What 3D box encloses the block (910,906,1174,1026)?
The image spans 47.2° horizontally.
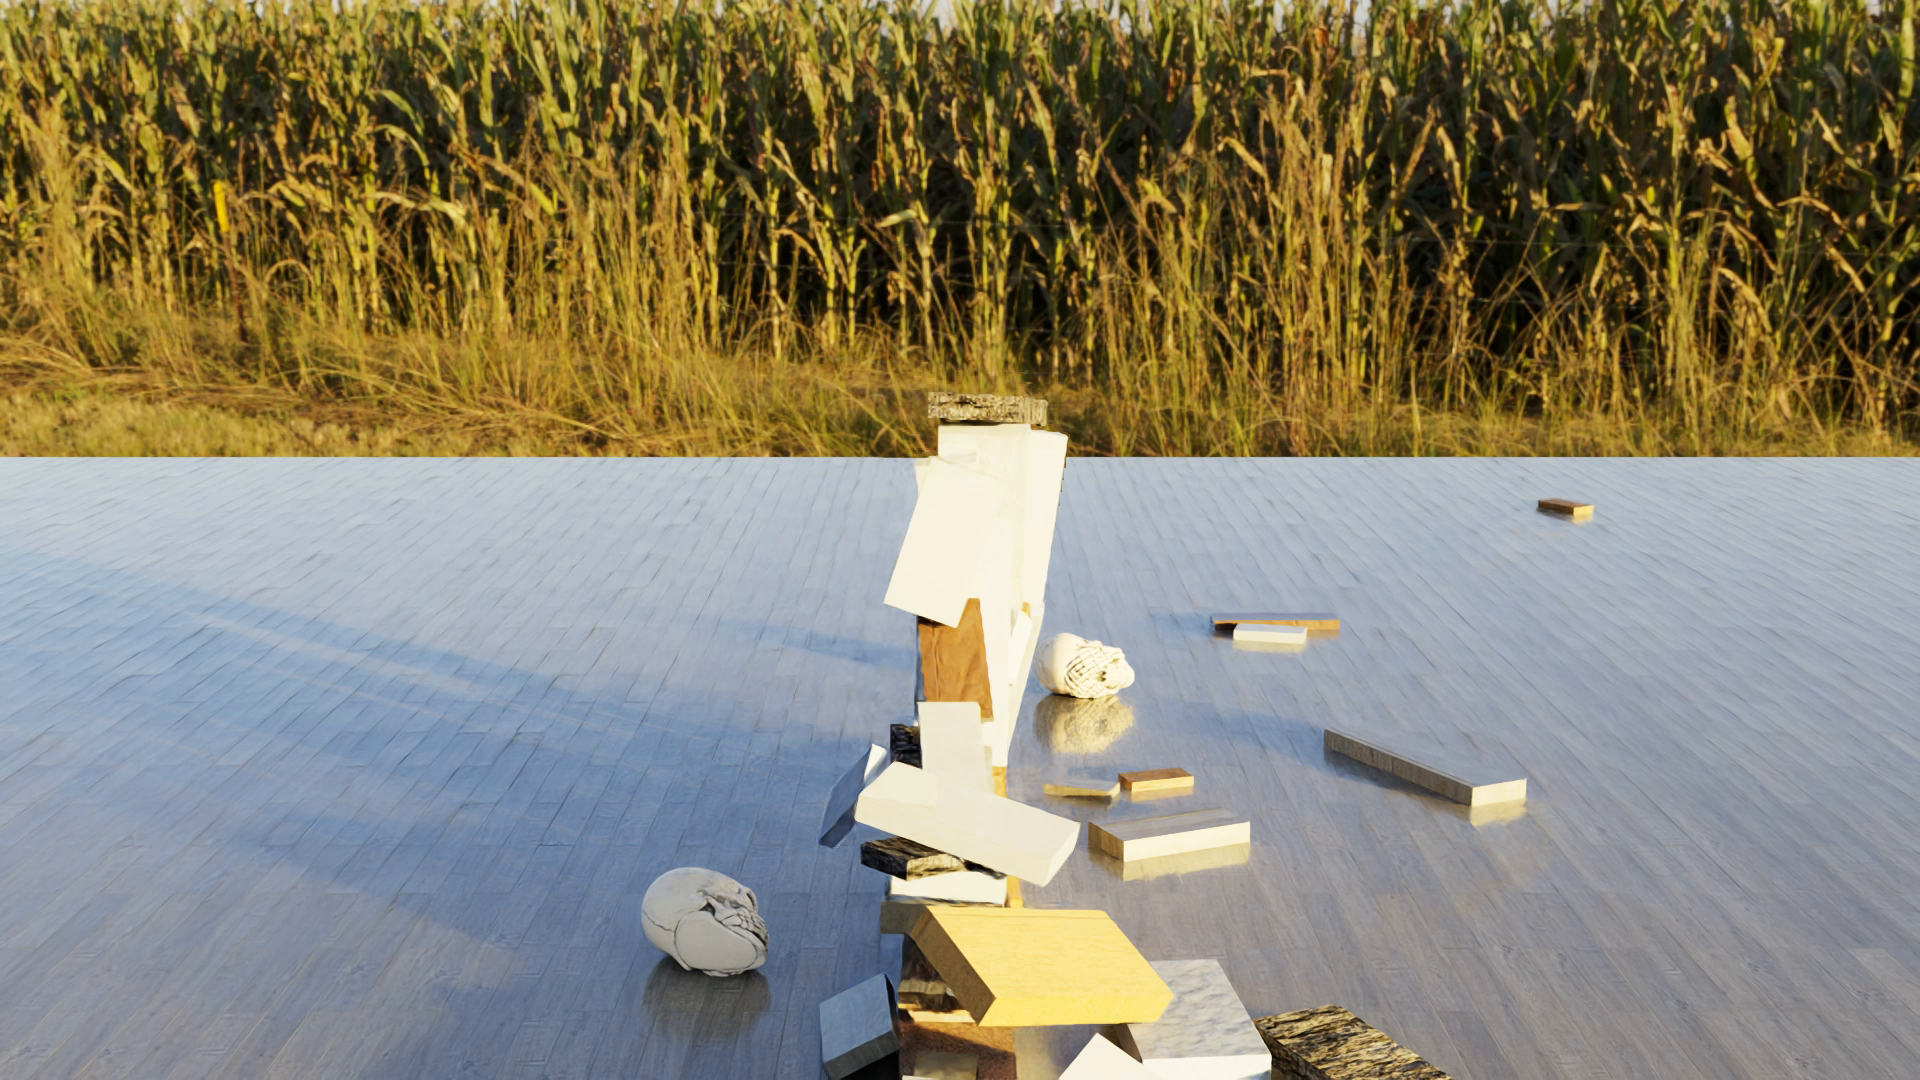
[{"bbox_3d":[0.113,0.570,2.947,0.345,0.049,0.172,11,27,-43],"label":"block"}]

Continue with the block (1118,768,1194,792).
[{"bbox_3d":[0.381,0.466,4.283,0.131,0.018,0.065,-4,11,-19],"label":"block"}]

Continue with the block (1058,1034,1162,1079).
[{"bbox_3d":[0.123,0.742,2.506,0.172,0.049,0.595,33,20,13],"label":"block"}]

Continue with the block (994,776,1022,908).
[{"bbox_3d":[0.004,0.489,3.479,0.156,0.044,0.312,-2,31,-4],"label":"block"}]

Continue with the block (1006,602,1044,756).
[{"bbox_3d":[0.041,0.255,4.251,0.175,0.350,0.050,12,34,-2],"label":"block"}]

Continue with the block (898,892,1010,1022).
[{"bbox_3d":[-0.005,0.595,3.165,0.154,0.044,0.308,1,18,0],"label":"block"}]

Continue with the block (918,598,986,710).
[{"bbox_3d":[-0.015,0.195,3.687,0.097,0.194,0.027,-5,-27,-1],"label":"block"}]

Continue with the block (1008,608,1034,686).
[{"bbox_3d":[0.095,0.194,3.956,0.018,0.127,0.063,9,-16,29],"label":"block"}]

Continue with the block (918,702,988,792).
[{"bbox_3d":[-0.010,0.350,3.381,0.097,0.027,0.320,0,30,-3],"label":"block"}]

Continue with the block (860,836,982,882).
[{"bbox_3d":[-0.027,0.442,3.118,0.207,0.029,0.104,-4,10,-40],"label":"block"}]

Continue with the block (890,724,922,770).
[{"bbox_3d":[-0.039,0.367,3.478,0.144,0.041,0.288,2,17,-2],"label":"block"}]

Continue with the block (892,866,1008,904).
[{"bbox_3d":[-0.008,0.465,3.243,0.160,0.045,0.320,2,7,2],"label":"block"}]

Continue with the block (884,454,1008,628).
[{"bbox_3d":[-0.024,0.003,3.657,0.129,0.258,0.037,19,11,3],"label":"block"}]

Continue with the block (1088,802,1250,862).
[{"bbox_3d":[0.374,0.522,3.937,0.258,0.037,0.129,-5,12,-25],"label":"block"}]

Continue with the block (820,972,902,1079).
[{"bbox_3d":[-0.139,0.670,3.040,0.103,0.029,0.207,-27,12,0],"label":"block"}]

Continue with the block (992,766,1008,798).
[{"bbox_3d":[0.000,0.501,3.628,0.156,0.044,0.312,0,39,1],"label":"block"}]

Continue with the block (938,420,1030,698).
[{"bbox_3d":[0.036,0.043,3.976,0.157,0.569,0.044,2,34,0],"label":"block"}]

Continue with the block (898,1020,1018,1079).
[{"bbox_3d":[-0.003,0.715,2.876,0.154,0.044,0.510,0,11,-1],"label":"block"}]

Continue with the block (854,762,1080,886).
[{"bbox_3d":[0.011,0.400,3.118,0.288,0.041,0.144,17,19,15],"label":"block"}]

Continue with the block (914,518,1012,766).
[{"bbox_3d":[0.004,0.227,3.809,0.160,0.529,0.045,2,-7,0],"label":"block"}]

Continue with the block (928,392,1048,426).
[{"bbox_3d":[0.053,-0.232,3.897,0.157,0.044,0.314,4,3,11],"label":"block"}]

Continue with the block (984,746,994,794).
[{"bbox_3d":[0.001,0.398,3.545,0.107,0.030,0.213,-1,23,0],"label":"block"}]

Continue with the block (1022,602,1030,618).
[{"bbox_3d":[0.046,-0.015,4.164,0.175,0.350,0.050,4,-24,-5],"label":"block"}]

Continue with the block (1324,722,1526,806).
[{"bbox_3d":[0.916,0.441,4.372,0.129,0.037,0.468,-5,12,-26],"label":"block"}]

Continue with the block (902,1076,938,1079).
[{"bbox_3d":[-0.020,0.741,2.562,0.154,0.044,0.308,4,22,9],"label":"block"}]

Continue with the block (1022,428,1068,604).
[{"bbox_3d":[0.095,-0.049,4.042,0.157,0.314,0.044,8,10,-3],"label":"block"}]

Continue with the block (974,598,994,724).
[{"bbox_3d":[-0.008,0.208,3.722,0.107,0.213,0.030,-6,-22,-1],"label":"block"}]

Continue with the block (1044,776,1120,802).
[{"bbox_3d":[0.234,0.477,4.228,0.131,0.018,0.065,4,11,22],"label":"block"}]

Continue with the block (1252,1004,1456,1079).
[{"bbox_3d":[0.525,0.704,2.944,0.144,0.041,0.295,-5,11,-24],"label":"block"}]

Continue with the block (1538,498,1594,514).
[{"bbox_3d":[2.032,-0.112,7.382,0.086,0.024,0.172,-6,12,-28],"label":"block"}]

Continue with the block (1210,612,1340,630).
[{"bbox_3d":[0.808,0.209,5.653,0.321,0.024,0.086,0,11,-2],"label":"block"}]

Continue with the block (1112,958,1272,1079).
[{"bbox_3d":[0.309,0.675,3.076,0.172,0.049,0.345,-1,11,-6],"label":"block"}]

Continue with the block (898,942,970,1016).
[{"bbox_3d":[-0.017,0.592,3.055,0.103,0.029,0.207,4,18,7],"label":"block"}]

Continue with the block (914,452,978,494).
[{"bbox_3d":[0.002,0.050,3.936,0.107,0.457,0.030,-5,33,5],"label":"block"}]

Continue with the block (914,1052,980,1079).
[{"bbox_3d":[-0.020,0.696,2.799,0.079,0.022,0.158,1,11,4],"label":"block"}]

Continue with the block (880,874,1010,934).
[{"bbox_3d":[-0.017,0.512,3.230,0.160,0.045,0.320,3,7,5],"label":"block"}]

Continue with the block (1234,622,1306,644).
[{"bbox_3d":[0.779,0.234,5.519,0.172,0.024,0.086,3,11,15],"label":"block"}]

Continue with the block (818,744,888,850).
[{"bbox_3d":[-0.170,0.408,3.488,0.027,0.097,0.194,23,-36,-12],"label":"block"}]
